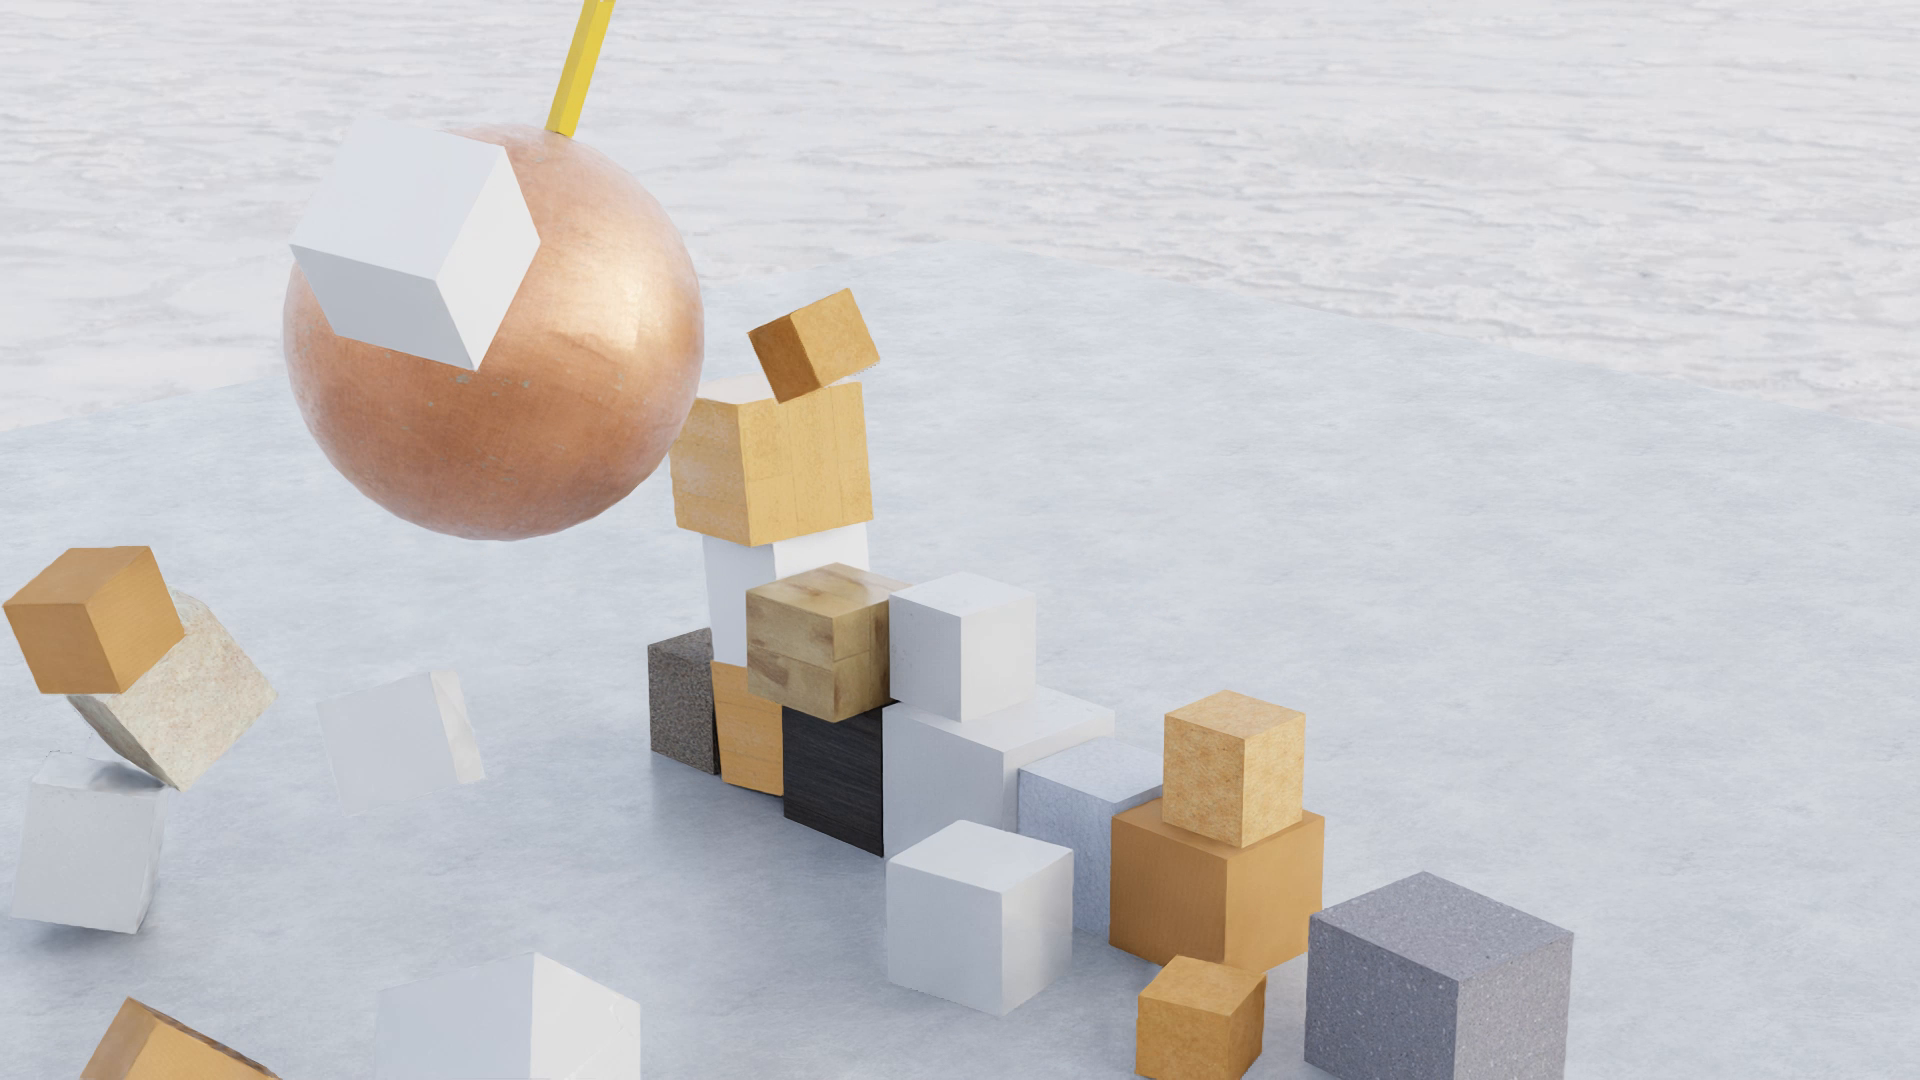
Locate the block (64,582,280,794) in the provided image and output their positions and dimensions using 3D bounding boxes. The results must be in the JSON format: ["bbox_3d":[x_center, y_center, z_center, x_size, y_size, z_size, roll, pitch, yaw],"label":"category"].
[{"bbox_3d":[-3.525,0.613,12.896,0.606,0.621,0.598,20,60,42],"label":"block"}]

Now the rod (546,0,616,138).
[{"bbox_3d":[-0.769,-4.040,11.266,0.080,5.200,0.080,17,-1,42],"label":"rod"}]

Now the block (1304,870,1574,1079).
[{"bbox_3d":[1.878,1.803,11.546,0.671,0.638,0.769,-14,22,-38],"label":"block"}]

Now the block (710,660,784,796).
[{"bbox_3d":[-0.820,0.866,14.453,0.538,0.624,0.544,-17,17,-42],"label":"block"}]

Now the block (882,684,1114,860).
[{"bbox_3d":[0.176,1.130,13.505,0.728,0.746,0.772,-17,24,-42],"label":"block"}]

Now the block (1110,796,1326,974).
[{"bbox_3d":[1.107,1.473,12.654,0.646,0.602,0.648,-17,24,-42],"label":"block"}]

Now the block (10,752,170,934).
[{"bbox_3d":[-3.797,1.322,12.848,0.524,0.598,0.581,9,7,-9],"label":"block"}]

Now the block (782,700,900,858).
[{"bbox_3d":[-0.337,1.004,14.030,0.759,0.672,0.683,-17,24,-42],"label":"block"}]

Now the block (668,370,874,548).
[{"bbox_3d":[-0.927,-0.412,14.133,0.685,0.680,0.720,-13,15,-33],"label":"block"}]

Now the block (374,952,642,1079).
[{"bbox_3d":[-1.619,1.908,10.520,0.683,0.560,0.661,-17,-32,24],"label":"block"}]

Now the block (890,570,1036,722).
[{"bbox_3d":[0.012,0.485,13.472,0.482,0.504,0.468,-17,24,-42],"label":"block"}]

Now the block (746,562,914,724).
[{"bbox_3d":[-0.585,0.473,13.751,0.579,0.509,0.593,16,23,41],"label":"block"}]

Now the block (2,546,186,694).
[{"bbox_3d":[-3.247,0.302,11.014,0.388,0.393,0.419,-2,29,25],"label":"block"}]

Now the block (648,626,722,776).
[{"bbox_3d":[-1.226,0.799,14.857,0.497,0.566,0.492,-17,24,-42],"label":"block"}]

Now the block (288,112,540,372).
[{"bbox_3d":[-1.872,-1.028,10.130,0.553,0.562,0.565,15,64,14],"label":"block"}]

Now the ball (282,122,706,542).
[{"bbox_3d":[-1.775,-0.793,11.232,1.600,1.600,1.600,0,17,0],"label":"ball"}]

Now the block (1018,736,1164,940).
[{"bbox_3d":[0.657,1.321,13.057,0.555,0.651,0.573,-17,24,-42],"label":"block"}]

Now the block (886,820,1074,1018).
[{"bbox_3d":[0.087,1.586,12.365,0.579,0.558,0.541,12,21,33],"label":"block"}]

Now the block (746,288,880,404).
[{"bbox_3d":[-0.565,-0.748,11.321,0.305,0.305,0.319,-28,7,-35],"label":"block"}]

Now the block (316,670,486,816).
[{"bbox_3d":[-1.927,0.694,10.128,0.401,0.396,0.454,-16,-2,1],"label":"block"}]

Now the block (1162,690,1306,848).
[{"bbox_3d":[1.162,0.966,12.451,0.429,0.487,0.415,16,23,41],"label":"block"}]

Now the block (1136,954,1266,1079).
[{"bbox_3d":[0.957,1.922,11.641,0.383,0.346,0.405,9,20,24],"label":"block"}]

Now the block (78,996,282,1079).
[{"bbox_3d":[-2.757,1.998,10.305,0.573,0.510,0.507,34,-14,-24],"label":"block"}]

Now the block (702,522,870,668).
[{"bbox_3d":[-0.834,0.234,14.311,0.590,0.669,0.538,-16,17,-42],"label":"block"}]
